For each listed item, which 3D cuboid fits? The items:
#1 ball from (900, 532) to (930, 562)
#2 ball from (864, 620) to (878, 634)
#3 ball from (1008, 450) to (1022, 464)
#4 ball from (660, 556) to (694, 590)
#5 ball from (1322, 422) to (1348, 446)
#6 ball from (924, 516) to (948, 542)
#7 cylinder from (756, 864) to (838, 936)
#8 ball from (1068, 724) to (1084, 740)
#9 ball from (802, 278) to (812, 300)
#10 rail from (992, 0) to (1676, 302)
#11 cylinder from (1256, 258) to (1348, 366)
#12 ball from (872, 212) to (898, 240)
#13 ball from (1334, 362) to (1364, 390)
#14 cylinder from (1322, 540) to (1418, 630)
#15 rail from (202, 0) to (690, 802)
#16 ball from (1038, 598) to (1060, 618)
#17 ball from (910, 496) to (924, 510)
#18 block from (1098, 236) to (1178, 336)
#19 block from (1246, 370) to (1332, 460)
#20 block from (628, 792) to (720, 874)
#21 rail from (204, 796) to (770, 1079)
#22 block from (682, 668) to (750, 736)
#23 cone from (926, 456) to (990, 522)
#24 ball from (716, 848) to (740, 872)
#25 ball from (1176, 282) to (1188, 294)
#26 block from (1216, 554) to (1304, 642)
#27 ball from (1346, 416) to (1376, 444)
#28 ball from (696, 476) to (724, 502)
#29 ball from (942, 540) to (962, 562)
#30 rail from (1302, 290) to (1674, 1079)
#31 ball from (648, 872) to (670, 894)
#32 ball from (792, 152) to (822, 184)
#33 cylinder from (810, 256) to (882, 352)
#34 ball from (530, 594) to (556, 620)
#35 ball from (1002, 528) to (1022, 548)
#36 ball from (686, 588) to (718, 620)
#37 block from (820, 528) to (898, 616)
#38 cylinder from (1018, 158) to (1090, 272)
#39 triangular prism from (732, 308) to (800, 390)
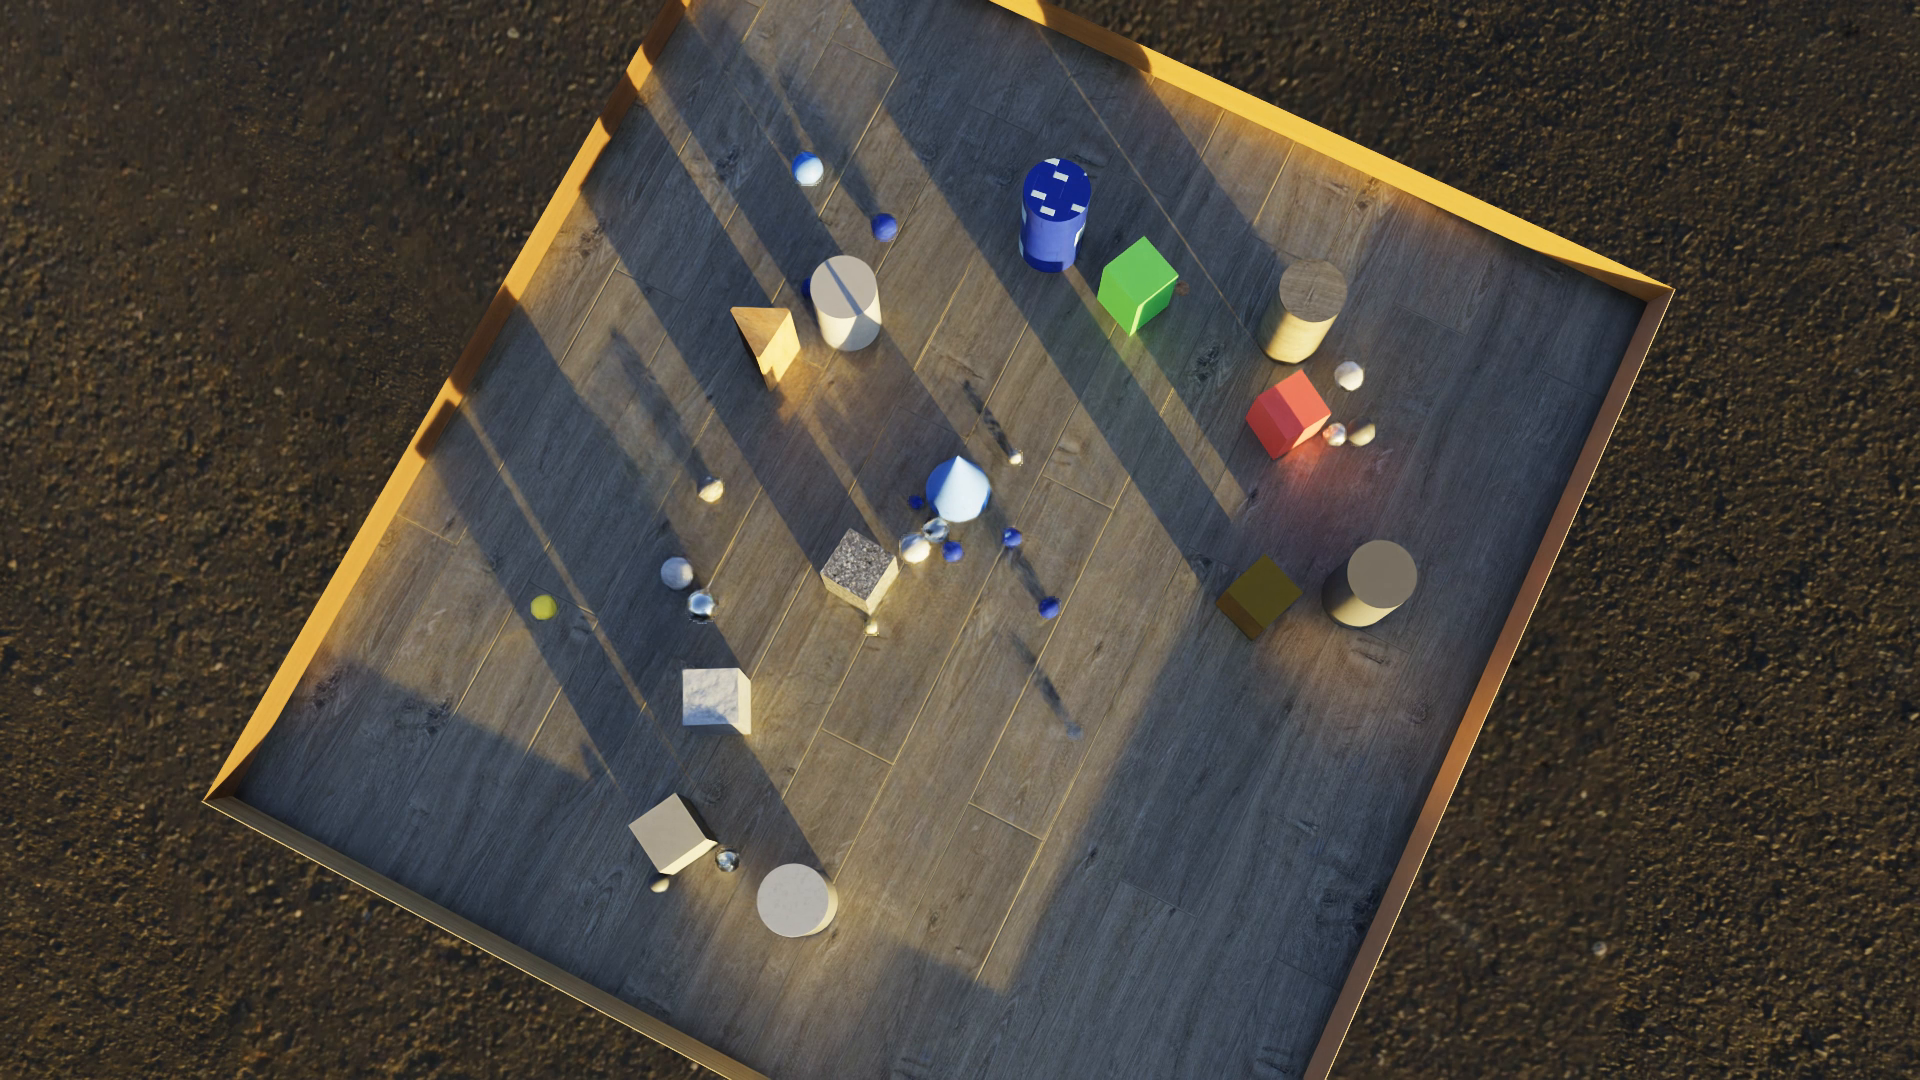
[{"bbox_3d":[-0.137,0.024,5.565,0.091,0.091,0.091,0,78,0],"label":"ball"},{"bbox_3d":[-0.270,0.262,5.541,0.042,0.042,0.042,0,78,0],"label":"ball"},{"bbox_3d":[0.168,-0.255,5.648,0.042,0.042,0.042,0,78,0],"label":"ball"},{"bbox_3d":[-0.856,0.100,5.545,0.099,0.099,0.099,0,78,0],"label":"ball"},{"bbox_3d":[1.156,-0.326,5.647,0.073,0.073,0.073,0,78,0],"label":"ball"},{"bbox_3d":[-0.074,-0.032,5.584,0.077,0.077,0.077,0,78,0],"label":"ball"},{"bbox_3d":[-0.459,1.027,5.216,0.199,0.369,0.199,0,78,0],"label":"cylinder"},{"bbox_3d":[0.345,0.572,5.473,0.049,0.049,0.049,0,78,0],"label":"ball"},{"bbox_3d":[-0.464,-0.789,5.746,0.067,0.067,0.067,0,78,0],"label":"ball"},{"bbox_3d":[0.744,-1.450,5.850,3.242,0.129,0.045,26,80,5],"label":"rail"},{"bbox_3d":[1.029,-0.685,5.544,0.199,0.420,0.199,0,78,0],"label":"cylinder"},{"bbox_3d":[-0.238,-0.990,5.780,0.082,0.082,0.082,0,78,0],"label":"ball"},{"bbox_3d":[1.204,-0.509,5.677,0.089,0.089,0.089,0,78,0],"label":"ball"},{"bbox_3d":[1.199,0.136,5.392,0.199,0.385,0.199,0,78,0],"label":"cylinder"},{"bbox_3d":[-1.429,-0.693,5.693,0.045,0.129,3.373,26,80,5],"label":"rail"},{"bbox_3d":[0.269,0.206,5.541,0.065,0.065,0.065,0,78,0],"label":"ball"},{"bbox_3d":[-0.134,-0.115,5.619,0.042,0.042,0.042,0,78,0],"label":"ball"},{"bbox_3d":[0.543,-0.778,5.634,0.159,0.282,0.159,-39,81,-7],"label":"block"},{"bbox_3d":[0.995,-0.378,5.571,0.159,0.242,0.159,-31,80,-6],"label":"block"},{"bbox_3d":[-0.823,0.851,5.295,0.159,0.284,0.159,-35,80,-7],"label":"block"},{"bbox_3d":[-0.744,1.463,5.247,3.242,0.129,0.045,26,80,5],"label":"rail"},{"bbox_3d":[-0.709,0.476,5.363,0.159,0.304,0.159,-2,78,0],"label":"block"},{"bbox_3d":[-0.006,-0.197,5.436,0.199,0.434,0.199,0,78,0],"label":"cone"},{"bbox_3d":[-0.682,0.941,5.386,0.071,0.071,0.071,0,78,0],"label":"ball"},{"bbox_3d":[0.699,-0.791,5.759,0.041,0.041,0.041,0,78,0],"label":"ball"},{"bbox_3d":[0.888,0.174,5.457,0.159,0.243,0.159,-42,81,-8],"label":"block"},{"bbox_3d":[1.235,-0.336,5.642,0.087,0.087,0.087,0,78,0],"label":"ball"},{"bbox_3d":[-0.765,-0.158,5.609,0.080,0.080,0.080,0,78,0],"label":"ball"},{"bbox_3d":[-0.024,0.034,5.576,0.065,0.065,0.065,0,78,0],"label":"ball"},{"bbox_3d":[1.429,0.706,5.403,0.045,0.129,3.373,26,80,5],"label":"rail"},{"bbox_3d":[-0.883,1.007,5.377,0.061,0.061,0.061,0,78,0],"label":"ball"},{"bbox_3d":[-0.484,-1.179,5.810,0.100,0.100,0.100,0,78,0],"label":"ball"},{"bbox_3d":[-0.347,-0.721,5.605,0.199,0.315,0.199,0,78,0],"label":"cylinder"},{"bbox_3d":[-1.259,0.203,5.535,0.077,0.077,0.077,0,78,0],"label":"ball"},{"bbox_3d":[0.158,-0.007,5.588,0.059,0.059,0.059,0,78,0],"label":"ball"},{"bbox_3d":[-0.777,0.195,5.527,0.097,0.097,0.097,0,78,0],"label":"ball"},{"bbox_3d":[-0.298,0.097,5.462,0.159,0.264,0.159,32,80,6],"label":"block"},{"bbox_3d":[0.286,-0.985,5.599,0.199,0.434,0.199,0,78,0],"label":"cylinder"},{"bbox_3d":[-0.610,-0.608,5.562,0.149,0.354,0.172,31,80,6],"label":"triangular prism"}]
